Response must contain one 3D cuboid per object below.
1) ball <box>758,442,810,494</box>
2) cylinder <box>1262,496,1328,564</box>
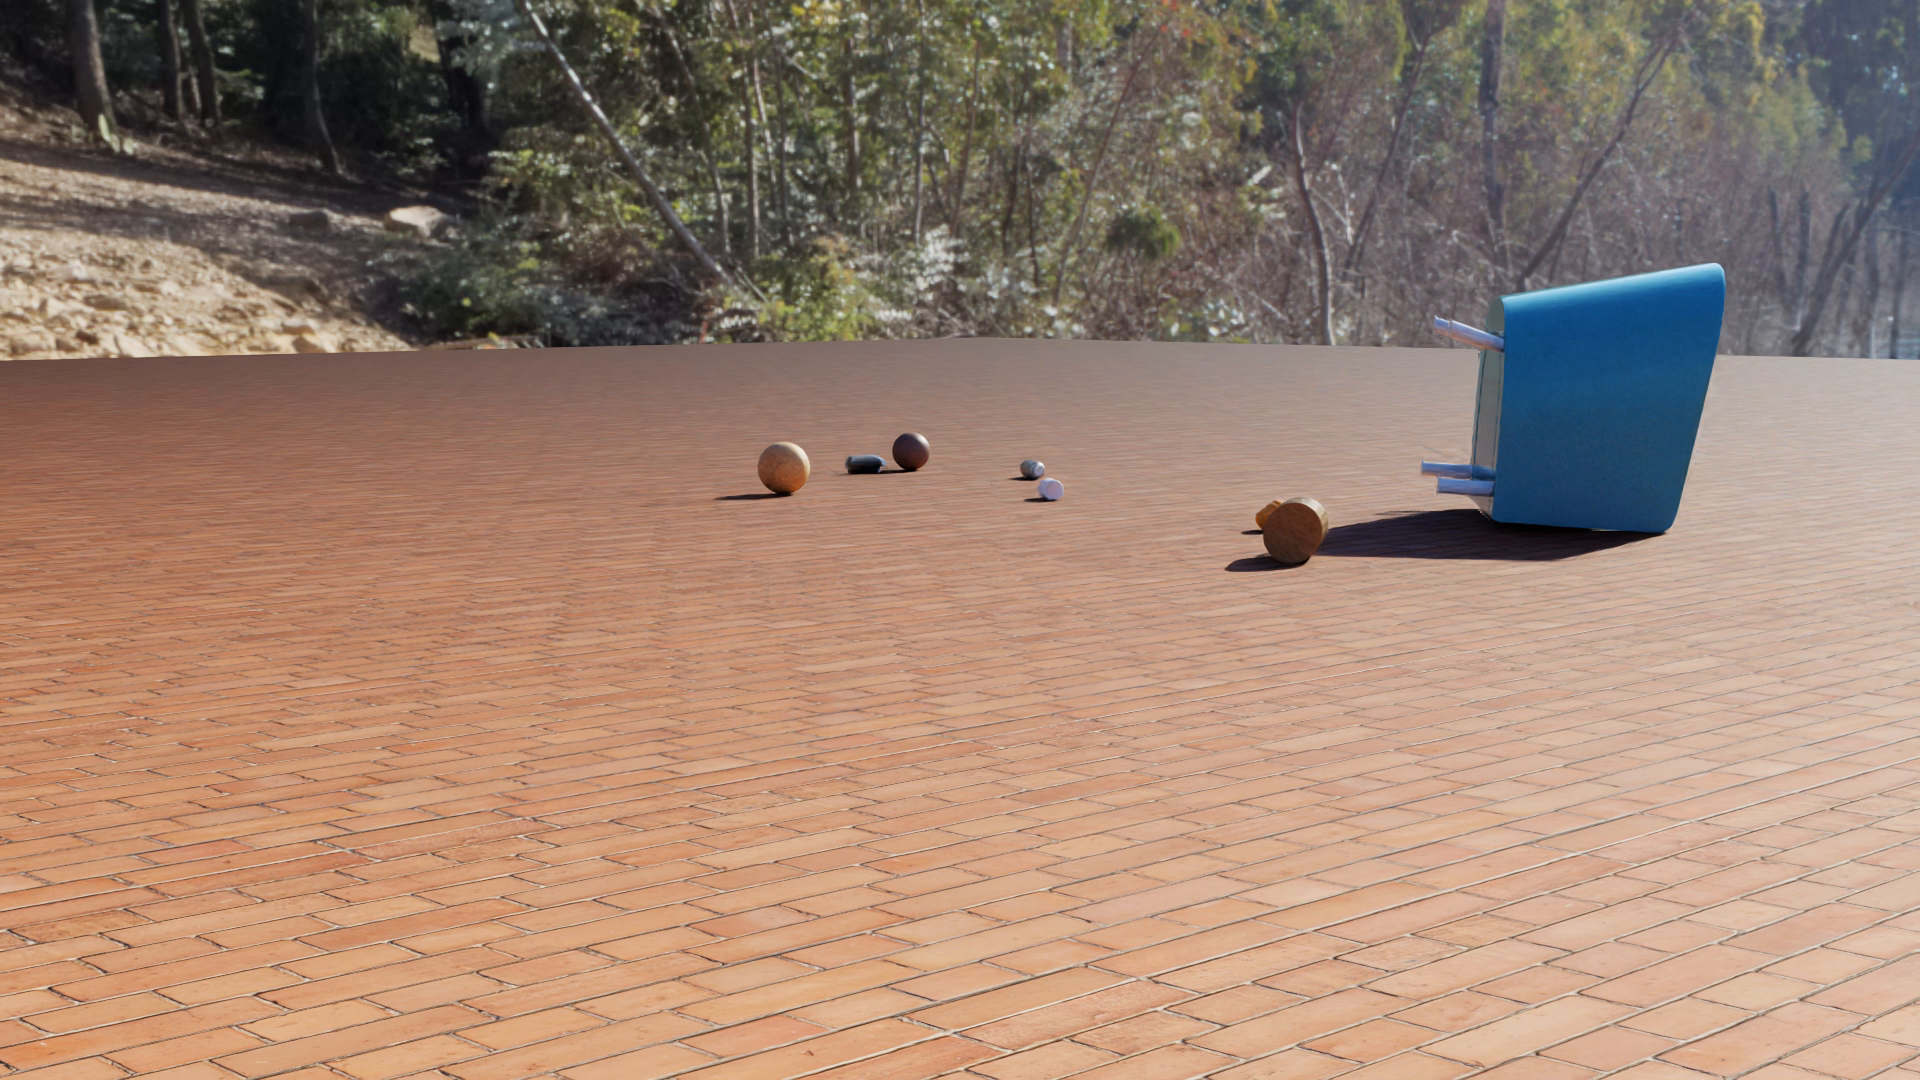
[{"bbox_3d":[-0.532,-0.217,7.751,0.158,0.158,0.158,0,6,0],"label":"ball"},{"bbox_3d":[0.781,-0.024,5.965,0.133,0.143,0.165,34,12,8],"label":"cylinder"}]
